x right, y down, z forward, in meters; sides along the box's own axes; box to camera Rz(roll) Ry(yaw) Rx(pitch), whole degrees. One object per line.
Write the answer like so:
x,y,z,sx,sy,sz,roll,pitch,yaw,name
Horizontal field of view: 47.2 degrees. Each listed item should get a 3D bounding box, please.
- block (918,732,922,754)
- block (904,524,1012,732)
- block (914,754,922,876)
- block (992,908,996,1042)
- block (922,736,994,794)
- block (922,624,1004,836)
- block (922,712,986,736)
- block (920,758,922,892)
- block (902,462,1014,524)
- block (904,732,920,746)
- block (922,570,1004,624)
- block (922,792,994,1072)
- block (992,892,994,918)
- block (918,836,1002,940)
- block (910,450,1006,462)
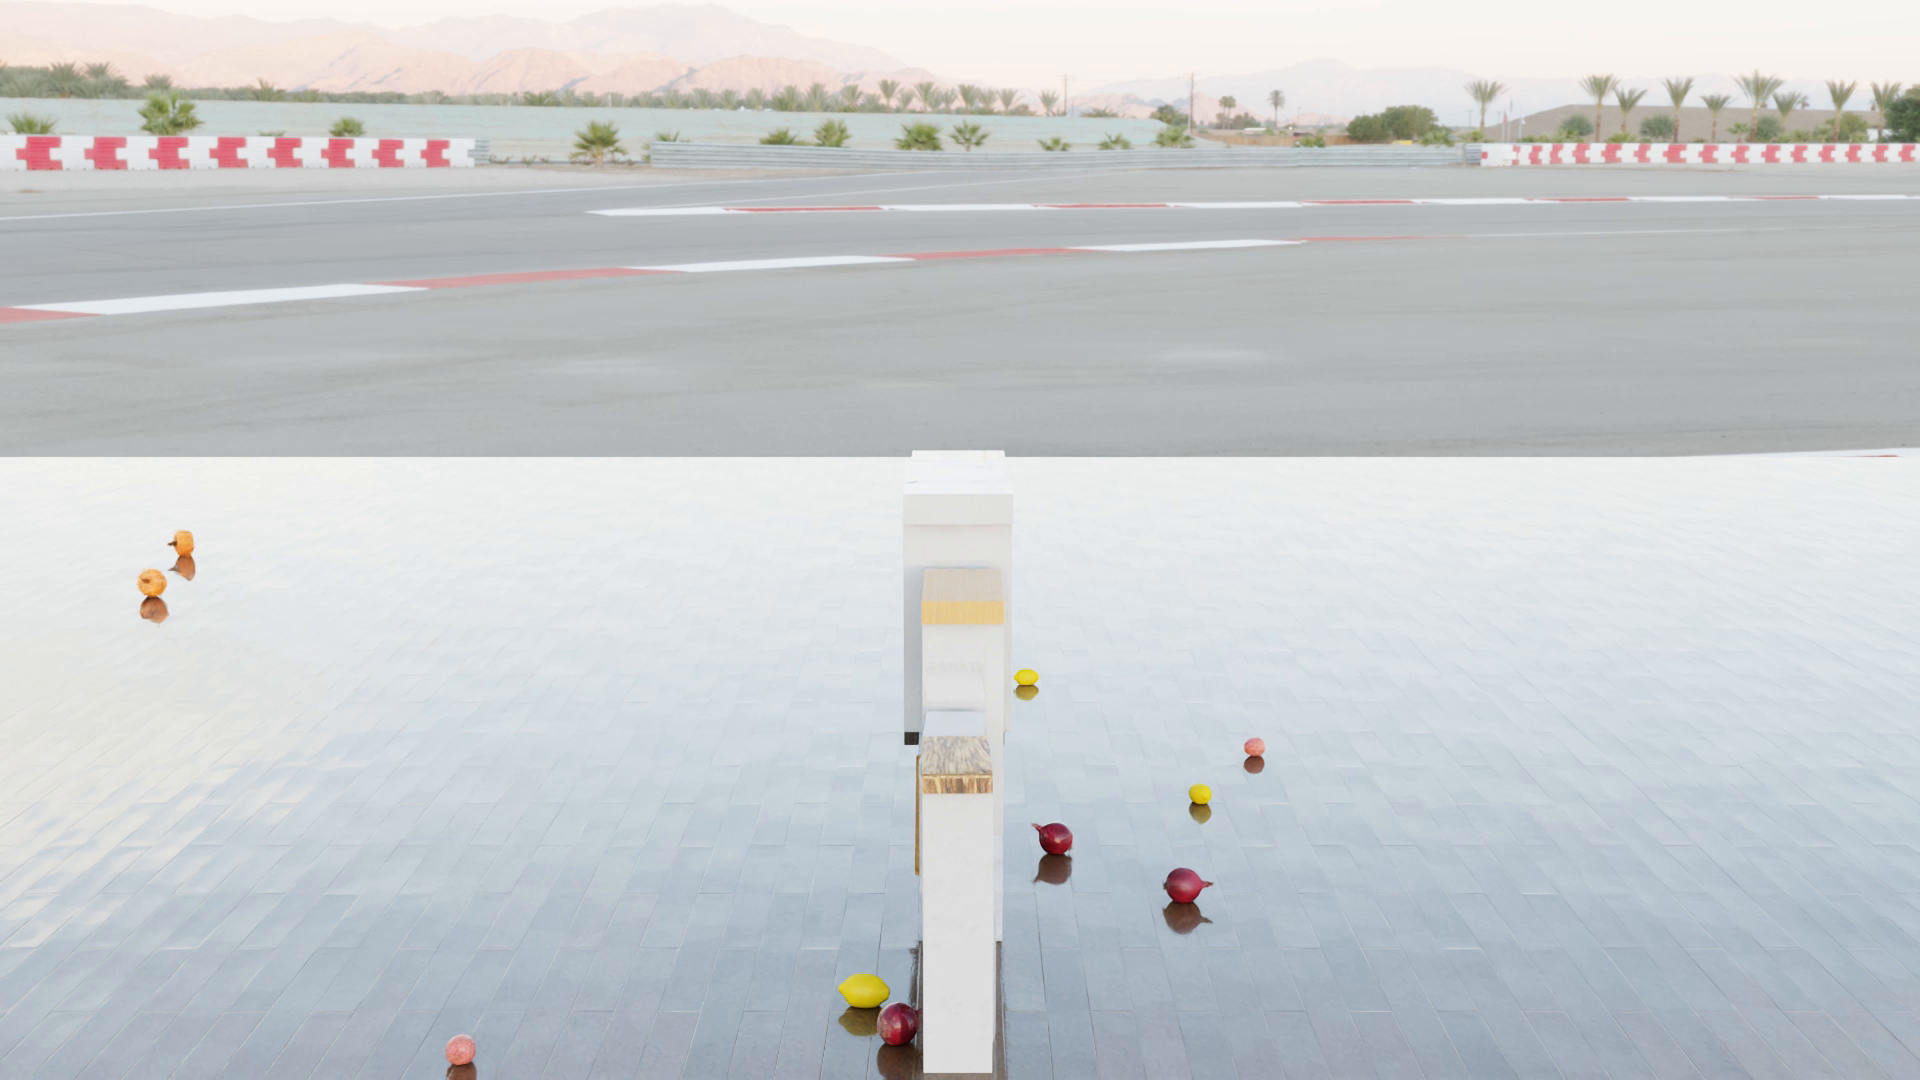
0.001,0.333,3.509,0.132,0.037,0.264,0,11,0,block
-0.004,0.135,3.526,0.172,0.345,0.049,0,11,0,block
-0.020,0.392,3.089,0.087,0.174,0.025,7,11,32,block
0.002,0.605,3.074,0.094,0.187,0.027,2,10,9,block
-0.005,0.302,2.962,0.093,0.026,0.185,0,10,-1,block
0.005,0.279,3.287,0.120,0.331,0.034,0,10,0,block
-0.008,0.280,3.148,0.087,0.025,0.174,0,10,2,block
-0.009,0.395,3.040,0.093,0.185,0.026,0,10,2,block
-0.005,-0.079,3.602,0.172,0.049,0.345,0,10,-1,block
-0.010,0.136,3.758,0.172,0.431,0.049,0,11,0,block
0.004,0.085,3.332,0.120,0.034,0.240,0,11,0,block
-0.003,0.521,2.944,0.093,0.399,0.026,0,11,0,block
-0.001,0.490,3.108,0.094,0.027,0.187,0,10,0,block
0.000,0.497,3.450,0.132,0.264,0.037,0,11,0,block
-0.003,-0.112,3.952,0.171,0.048,0.342,0,11,0,block
